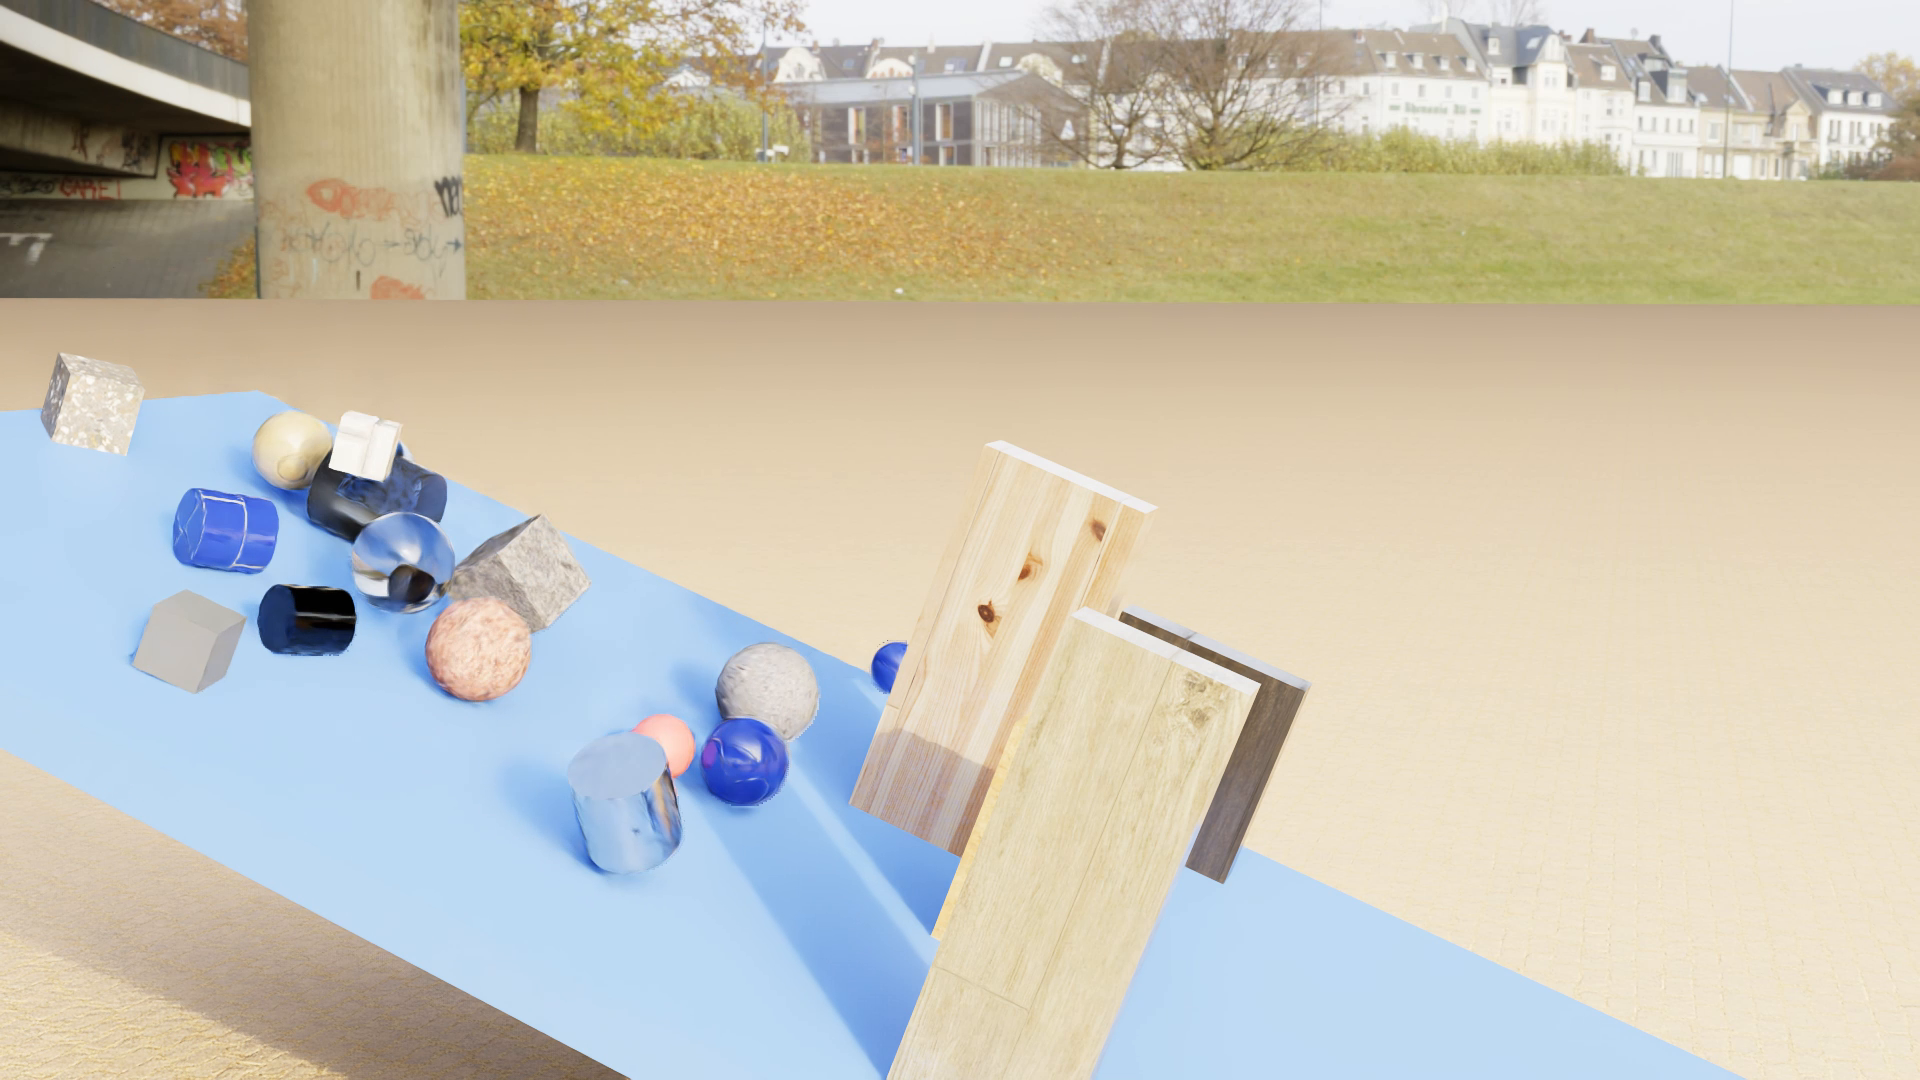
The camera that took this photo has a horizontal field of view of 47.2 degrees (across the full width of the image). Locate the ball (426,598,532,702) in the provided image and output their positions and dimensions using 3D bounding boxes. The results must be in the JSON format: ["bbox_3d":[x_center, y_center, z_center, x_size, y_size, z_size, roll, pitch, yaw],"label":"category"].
[{"bbox_3d":[-0.899,0.205,4.109,0.195,0.195,0.195,0,7,0],"label":"ball"}]

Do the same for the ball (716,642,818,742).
[{"bbox_3d":[-0.390,0.311,4.450,0.207,0.207,0.207,0,7,0],"label":"ball"}]

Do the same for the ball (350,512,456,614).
[{"bbox_3d":[-1.078,0.045,4.259,0.200,0.200,0.200,0,7,0],"label":"ball"}]

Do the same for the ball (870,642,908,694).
[{"bbox_3d":[-0.144,0.297,5.089,0.125,0.125,0.125,0,7,0],"label":"ball"}]

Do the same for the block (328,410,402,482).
[{"bbox_3d":[-1.222,-0.194,4.527,0.110,0.110,0.110,15,7,-9],"label":"block"}]

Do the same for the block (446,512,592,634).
[{"bbox_3d":[-0.885,0.085,4.386,0.174,0.174,0.174,-22,17,33],"label":"block"}]

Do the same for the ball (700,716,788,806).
[{"bbox_3d":[-0.402,0.411,4.103,0.166,0.166,0.166,0,7,0],"label":"ball"}]

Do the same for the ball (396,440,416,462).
[{"bbox_3d":[-1.319,-0.152,4.956,0.185,0.185,0.185,0,7,0],"label":"ball"}]

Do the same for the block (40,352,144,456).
[{"bbox_3d":[-1.871,-0.294,4.741,0.154,0.154,0.154,12,15,-35],"label":"block"}]

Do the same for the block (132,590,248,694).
[{"bbox_3d":[-1.311,0.172,3.744,0.117,0.117,0.117,25,13,1],"label":"block"}]

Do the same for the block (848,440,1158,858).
[{"bbox_3d":[0.079,0.228,4.258,0.335,0.767,0.114,24,13,13],"label":"block"}]

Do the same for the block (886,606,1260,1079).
[{"bbox_3d":[0.158,0.507,3.202,0.277,0.771,0.090,24,13,13],"label":"block"}]

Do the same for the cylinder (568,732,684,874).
[{"bbox_3d":[-0.541,0.426,3.565,0.160,0.160,0.160,-4,36,3],"label":"cylinder"}]

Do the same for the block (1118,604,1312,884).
[{"bbox_3d":[0.467,0.436,4.720,0.421,0.457,0.101,24,13,13],"label":"block"}]

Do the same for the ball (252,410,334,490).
[{"bbox_3d":[-1.453,-0.195,4.791,0.174,0.174,0.174,0,7,0],"label":"ball"}]

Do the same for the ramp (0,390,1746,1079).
[{"bbox_3d":[-0.316,0.566,4.200,4.000,0.100,2.000,24,13,13],"label":"ramp"}]

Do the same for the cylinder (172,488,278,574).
[{"bbox_3d":[-1.433,-0.018,4.290,0.149,0.149,0.149,11,-2,-40],"label":"cylinder"}]

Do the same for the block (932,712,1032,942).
[{"bbox_3d":[0.169,0.554,3.837,0.290,0.418,0.128,24,13,13],"label":"block"}]

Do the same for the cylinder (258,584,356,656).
[{"bbox_3d":[-1.197,0.146,4.032,0.125,0.125,0.125,6,-1,41],"label":"cylinder"}]

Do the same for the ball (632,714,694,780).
[{"bbox_3d":[-0.553,0.384,4.071,0.124,0.124,0.124,0,7,0],"label":"ball"}]

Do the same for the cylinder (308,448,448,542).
[{"bbox_3d":[-1.252,-0.087,4.734,0.210,0.210,0.210,23,12,12],"label":"cylinder"}]
